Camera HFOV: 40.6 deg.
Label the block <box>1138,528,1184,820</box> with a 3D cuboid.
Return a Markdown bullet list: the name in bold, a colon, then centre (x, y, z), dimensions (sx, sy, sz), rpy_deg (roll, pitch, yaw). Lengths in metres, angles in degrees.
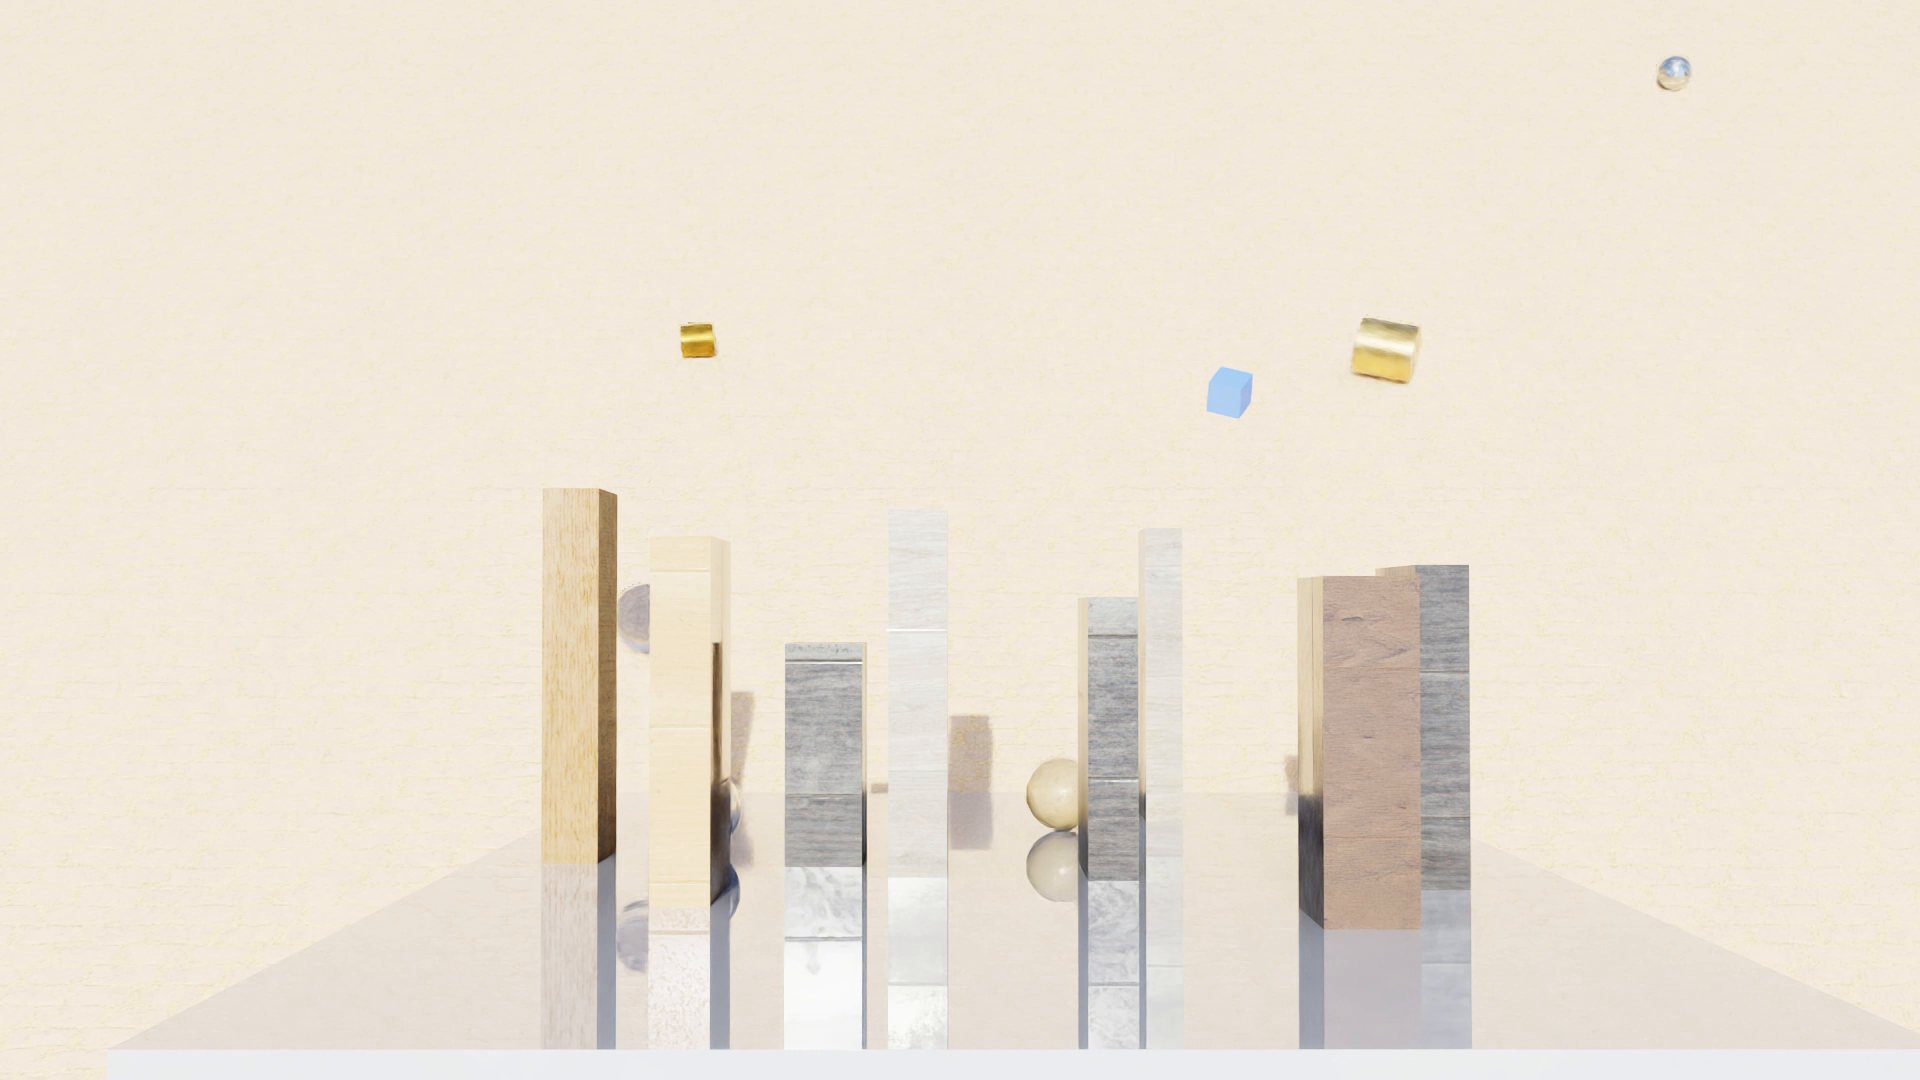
- **block**: centre (0.464, 0.308, 6.017), dimensions (0.084, 0.664, 0.242), rpy_deg (0, -2, 0)

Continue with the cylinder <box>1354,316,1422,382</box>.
- **cylinder**: centre (1.427, -0.637, 8.674), dimensions (0.189, 0.189, 0.189), rpy_deg (12, 36, 14)

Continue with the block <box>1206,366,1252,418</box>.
- **block**: centre (0.886, -0.484, 8.528), dimensions (0.112, 0.112, 0.112), rpy_deg (15, 37, 21)

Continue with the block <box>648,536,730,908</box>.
- **block**: centre (-0.450, 0.296, 4.359), dimensions (0.098, 0.596, 0.371), rpy_deg (0, -2, 0)

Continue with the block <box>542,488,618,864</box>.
- **block**: centre (-0.734, 0.259, 5.023), dimensions (0.106, 0.707, 0.271), rpy_deg (0, -2, 0)

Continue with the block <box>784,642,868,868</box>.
- **block**: centre (-0.254, 0.404, 4.959), dimensions (0.143, 0.415, 0.274), rpy_deg (0, -2, 0)

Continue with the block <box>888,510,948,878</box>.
- **block**: centre (-0.075, 0.279, 4.823), dimensions (0.105, 0.657, 0.372), rpy_deg (0, -2, 0)

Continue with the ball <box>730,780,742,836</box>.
- **ball**: centre (-0.518, 0.534, 5.168), dimensions (0.165, 0.165, 0.165), rpy_deg (0, 34, 0)

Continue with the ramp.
- **ramp**: centre (0.076, 0.657, 4.809), dimensions (2.000, 0.100, 4.000), rpy_deg (0, -2, 0)

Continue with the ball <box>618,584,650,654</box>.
- **ball**: centre (-0.892, 0.224, 7.416), dimensions (0.198, 0.198, 0.198), rpy_deg (0, 34, 0)

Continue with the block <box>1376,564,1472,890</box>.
- **block**: centre (0.824, 0.325, 4.640), dimensions (0.092, 0.554, 0.427), rpy_deg (0, -2, 0)

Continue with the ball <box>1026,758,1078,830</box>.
- **ball**: centre (0.222, 0.551, 5.637), dimensions (0.157, 0.157, 0.157), rpy_deg (0, 34, 0)

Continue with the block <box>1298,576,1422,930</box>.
- **block**: centre (0.615, 0.321, 4.025), dimensions (0.145, 0.528, 0.293), rpy_deg (0, -2, 0)

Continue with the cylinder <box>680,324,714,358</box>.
- **cylinder**: centre (-0.892, -0.677, 8.811), dimensions (0.109, 0.109, 0.109), rpy_deg (-5, 35, -8)

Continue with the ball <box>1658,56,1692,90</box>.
- **ball**: centre (2.915, -1.905, 10.582), dimensions (0.136, 0.136, 0.136), rpy_deg (0, 34, 0)

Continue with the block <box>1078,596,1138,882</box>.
- **block**: centre (0.270, 0.356, 4.768), dimensions (0.089, 0.500, 0.389), rpy_deg (0, -2, 0)
